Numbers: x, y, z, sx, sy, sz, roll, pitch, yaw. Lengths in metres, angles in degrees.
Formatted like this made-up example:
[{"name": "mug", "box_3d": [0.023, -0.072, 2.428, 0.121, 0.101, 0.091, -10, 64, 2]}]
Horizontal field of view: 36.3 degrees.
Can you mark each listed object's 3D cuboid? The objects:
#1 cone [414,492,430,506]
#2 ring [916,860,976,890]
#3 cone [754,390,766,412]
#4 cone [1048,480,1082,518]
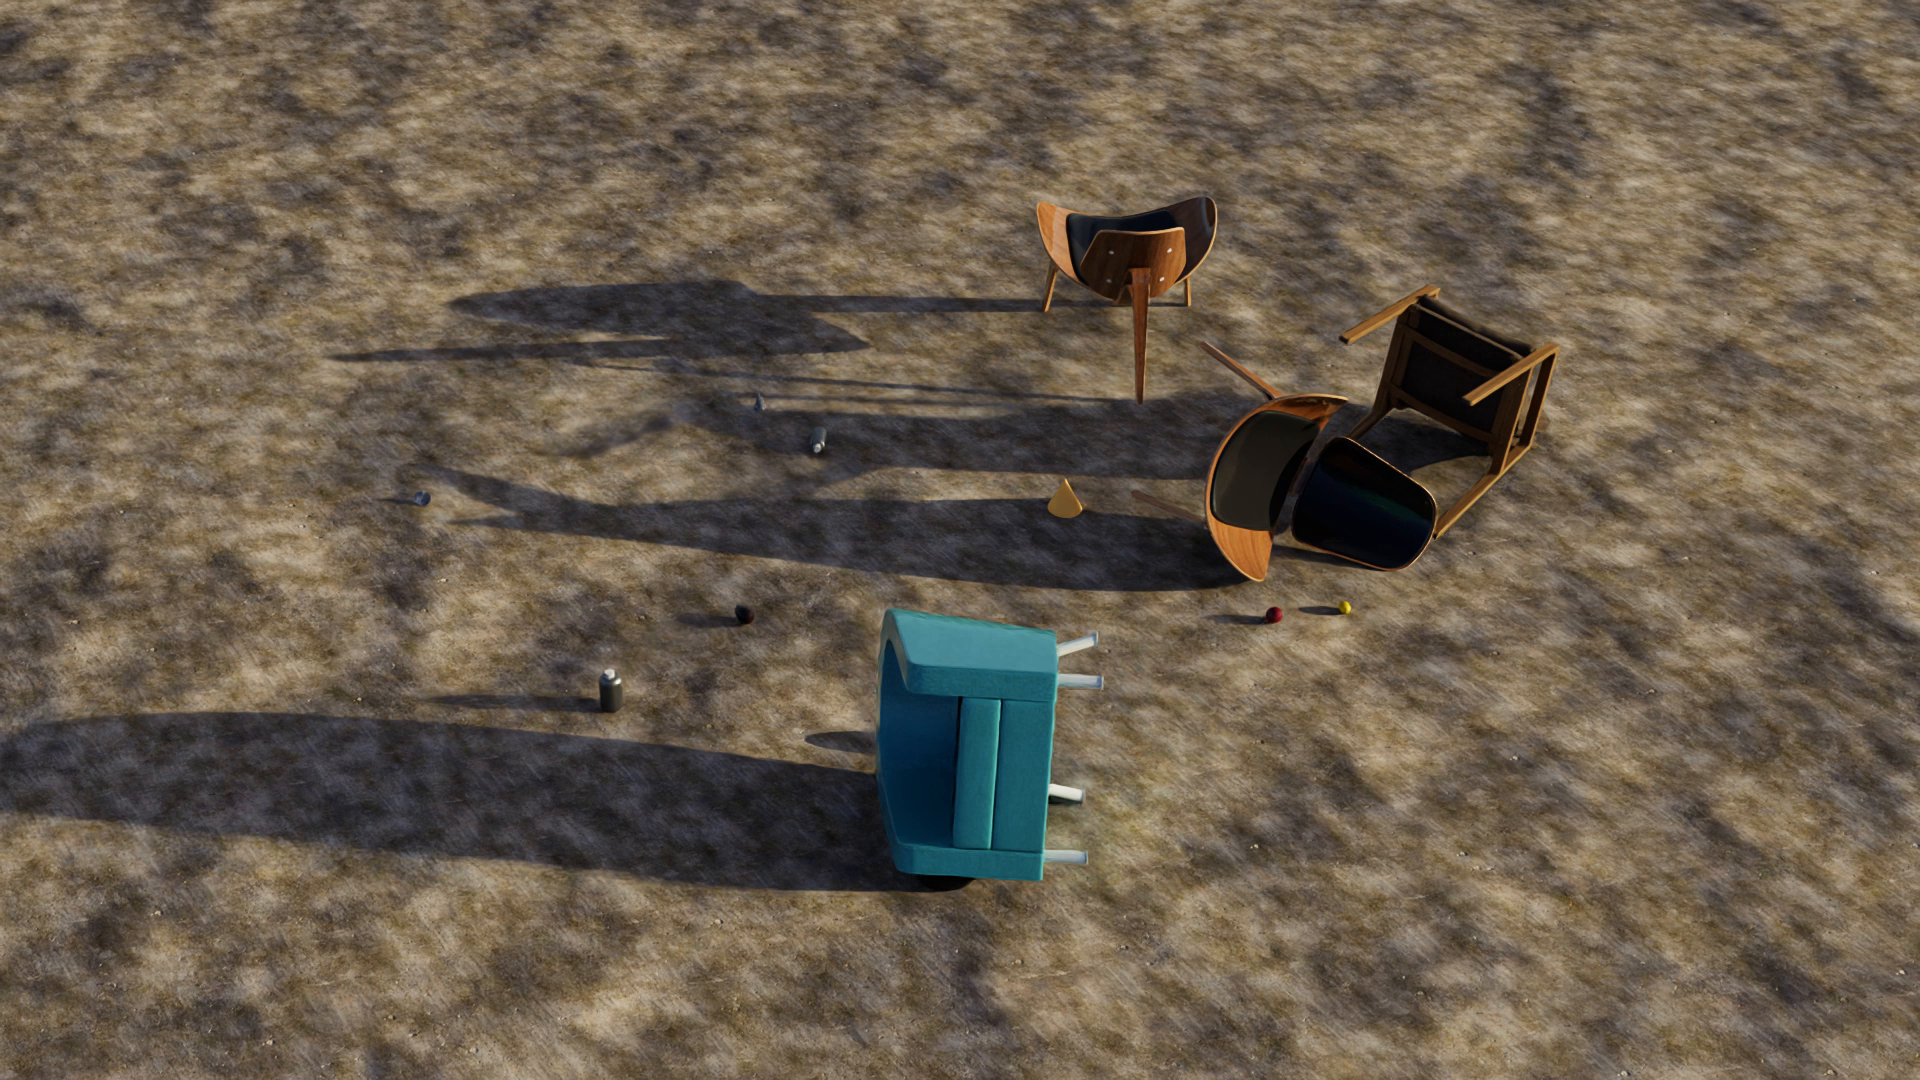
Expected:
[{"name": "cone", "box_3d": [-2.037, -0.155, 11.159, 0.082, 0.054, 0.038, 3, -5, 25]}, {"name": "ring", "box_3d": [-0.044, 1.062, 9.294, 0.184, 0.044, 0.132, 0, 33, 1]}, {"name": "cone", "box_3d": [-0.802, -0.565, 11.724, 0.038, 0.087, 0.058, 21, 39, 28]}, {"name": "cone", "box_3d": [0.398, -0.177, 11.094, 0.129, 0.131, 0.146, -10, 35, -15]}]
